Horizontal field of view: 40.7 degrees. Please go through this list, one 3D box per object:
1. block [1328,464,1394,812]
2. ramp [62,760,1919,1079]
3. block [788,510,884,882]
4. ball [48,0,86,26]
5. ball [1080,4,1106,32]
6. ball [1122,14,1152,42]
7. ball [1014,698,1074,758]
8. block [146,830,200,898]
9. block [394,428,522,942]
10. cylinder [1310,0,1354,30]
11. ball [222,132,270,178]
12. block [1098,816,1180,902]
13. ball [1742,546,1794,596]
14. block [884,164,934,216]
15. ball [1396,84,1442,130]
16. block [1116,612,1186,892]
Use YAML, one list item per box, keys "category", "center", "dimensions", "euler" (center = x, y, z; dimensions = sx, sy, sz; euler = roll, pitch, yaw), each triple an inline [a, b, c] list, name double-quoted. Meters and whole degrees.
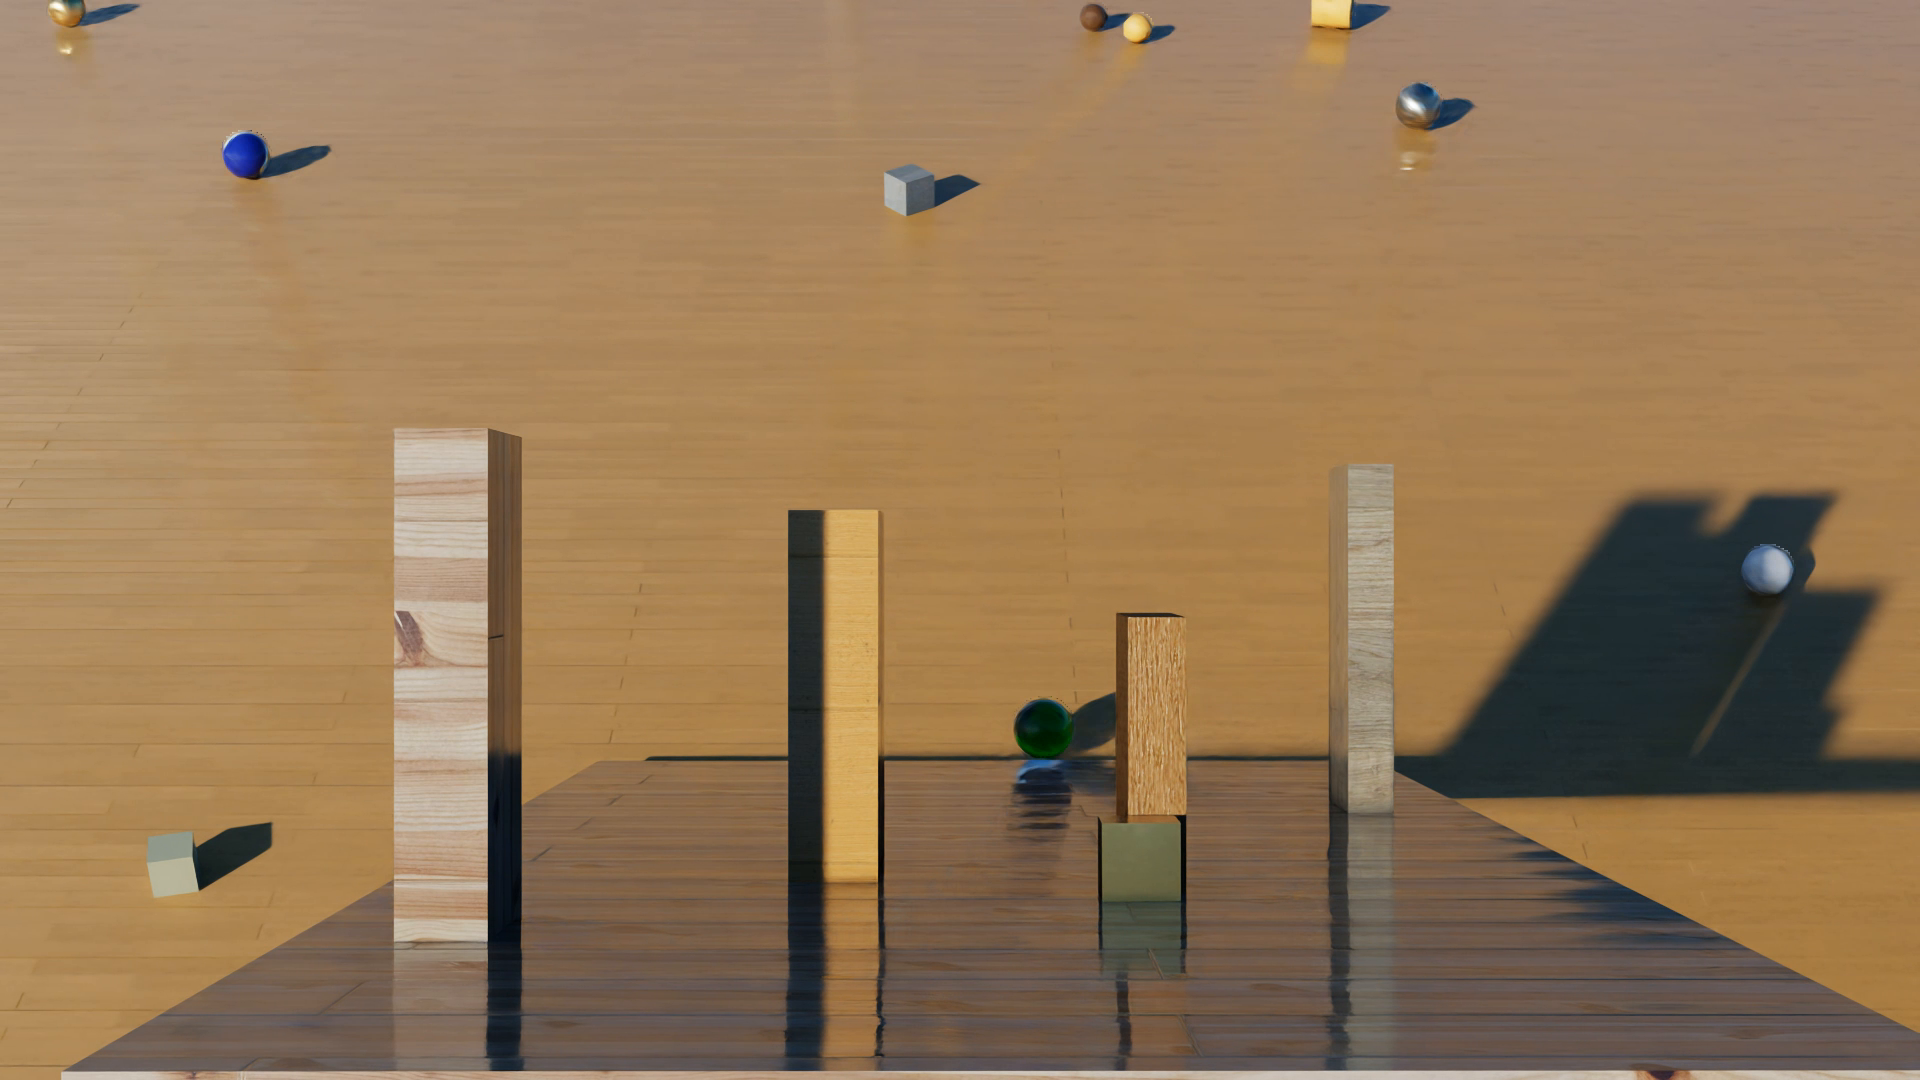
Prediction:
- category: "block"
  center: [0.847, 0.204, 5.473]
  dimensions: [0.094, 0.719, 0.275]
  euler: [0, 0, 0]
- category: "ramp"
  center: [0.069, 0.610, 4.679]
  dimensions: [2.000, 0.100, 4.000]
  euler: [0, 0, 0]
- category: "block"
  center: [-0.207, 0.255, 4.395]
  dimensions: [0.146, 0.606, 0.363]
  euler: [0, 0, 0]
- category: "ball"
  center: [-4.029, -2.400, 11.675]
  dimensions: [0.164, 0.164, 0.164]
  euler: [0, 31, 0]
- category: "ball"
  center: [0.598, -2.348, 11.627]
  dimensions: [0.123, 0.123, 0.123]
  euler: [0, 31, 0]
- category: "ball"
  center: [0.787, -2.271, 11.494]
  dimensions: [0.127, 0.127, 0.127]
  euler: [0, 31, 0]
- category: "ball"
  center: [0.218, 0.492, 6.757]
  dimensions: [0.158, 0.158, 0.158]
  euler: [0, 31, 0]
- category: "block"
  center: [-1.933, 0.796, 6.361]
  dimensions: [0.107, 0.107, 0.107]
  euler: [-7, 31, -12]
- category: "block"
  center: [-0.717, 0.201, 3.713]
  dimensions: [0.129, 0.709, 0.279]
  euler: [0, 0, 0]
- category: "cylinder"
  center: [1.677, -2.394, 11.656]
  dimensions: [0.171, 0.171, 0.171]
  euler: [8, 32, 12]
- category: "ball"
  center: [-2.802, -1.510, 10.163]
  dimensions: [0.181, 0.181, 0.181]
  euler: [0, 31, 0]
- category: "block"
  center: [0.279, 0.496, 4.038]
  dimensions: [0.121, 0.121, 0.121]
  euler: [0, -1, 0]
- category: "ball"
  center: [2.343, 0.089, 7.514]
  dimensions: [0.143, 0.143, 0.143]
  euler: [0, 31, 0]
- category: "block"
  center: [-0.194, -1.342, 9.924]
  dimensions: [0.137, 0.137, 0.137]
  euler: [-22, 37, -33]
- category: "ball"
  center: [1.876, -1.774, 10.599]
  dimensions: [0.187, 0.187, 0.187]
  euler: [0, 31, 0]
- category: "block"
  center: [0.312, 0.340, 4.253]
  dimensions: [0.092, 0.434, 0.306]
  euler: [0, 0, 0]
